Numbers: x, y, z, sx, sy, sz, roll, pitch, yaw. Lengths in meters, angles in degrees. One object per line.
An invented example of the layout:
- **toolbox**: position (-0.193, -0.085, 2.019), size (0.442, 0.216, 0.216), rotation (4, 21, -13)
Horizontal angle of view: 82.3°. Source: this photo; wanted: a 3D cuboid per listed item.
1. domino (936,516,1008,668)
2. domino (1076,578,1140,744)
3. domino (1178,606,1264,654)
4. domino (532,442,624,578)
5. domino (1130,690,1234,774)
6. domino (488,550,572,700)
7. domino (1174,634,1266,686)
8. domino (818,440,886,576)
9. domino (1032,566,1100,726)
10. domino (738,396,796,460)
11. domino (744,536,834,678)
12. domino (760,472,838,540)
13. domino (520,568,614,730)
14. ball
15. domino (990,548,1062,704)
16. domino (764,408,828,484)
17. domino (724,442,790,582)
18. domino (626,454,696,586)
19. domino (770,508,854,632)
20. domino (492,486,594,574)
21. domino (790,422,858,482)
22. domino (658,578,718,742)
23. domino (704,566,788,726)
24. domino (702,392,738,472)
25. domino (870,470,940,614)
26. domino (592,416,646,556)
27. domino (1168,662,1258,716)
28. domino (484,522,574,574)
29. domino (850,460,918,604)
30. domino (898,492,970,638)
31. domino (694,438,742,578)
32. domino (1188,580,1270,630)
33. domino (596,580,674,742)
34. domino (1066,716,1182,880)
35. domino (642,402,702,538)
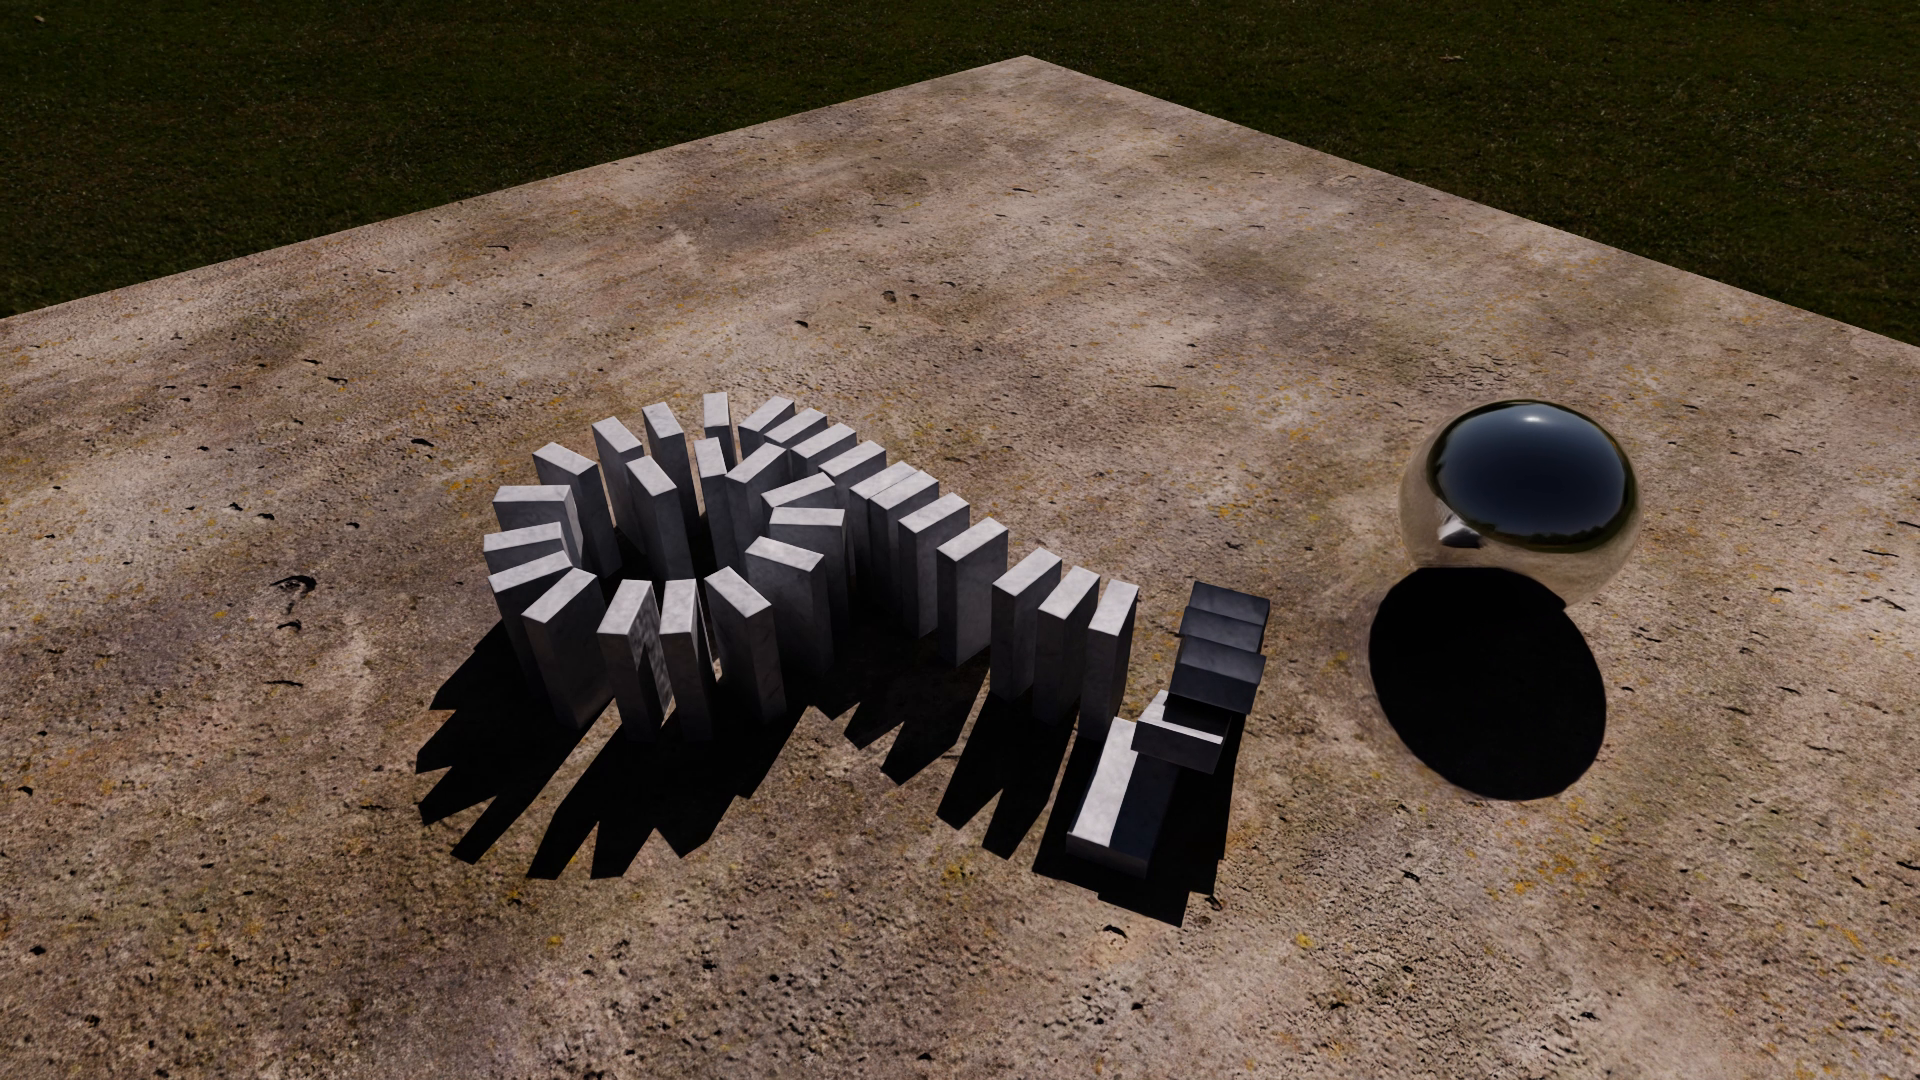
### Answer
- **domino**: position (0.004, 0.019, 0.388), size (0.025, 0.050, 0.009), rotation (-31, 49, -33)
- **domino**: position (0.049, 0.040, 0.362), size (0.010, 0.050, 0.025), rotation (15, 42, 17)
- **domino**: position (0.090, 0.033, 0.378), size (0.025, 0.050, 0.010), rotation (14, 85, 17)
- **domino**: position (-0.147, -0.011, 0.425), size (0.025, 0.050, 0.009), rotation (23, 45, 26)
- **domino**: position (0.071, 0.060, 0.349), size (0.025, 0.010, 0.050), rotation (14, 7, 17)
- **domino**: position (-0.141, 0.030, 0.375), size (0.025, 0.050, 0.009), rotation (-22, 44, -25)
- **domino**: position (0.086, 0.040, 0.367), size (0.025, 0.050, 0.010), rotation (15, 86, 11)
- **domino**: position (-0.040, -0.011, 0.425), size (0.025, 0.050, 0.010), rotation (-32, 49, -33)
- **domino**: position (0.035, 0.036, 0.368), size (0.010, 0.050, 0.025), rotation (22, 44, 24)
- **domino**: position (-0.076, -0.031, 0.449), size (0.009, 0.050, 0.025), rotation (18, 43, 21)
- **domino**: position (-0.059, 0.024, 0.382), size (0.025, 0.050, 0.009), rotation (16, 42, 18)
- **domino**: position (-0.058, 0.001, 0.410), size (0.025, 0.050, 0.010), rotation (-22, 44, -25)
- **domino**: position (-0.128, 0.037, 0.366), size (0.009, 0.050, 0.025), rotation (17, 42, 19)
- **ball**: position (0.203, -0.012, 0.402), size (0.080, 0.080, 0.080), rotation (0, 39, 0)
- **domino**: position (0.022, 0.030, 0.375), size (0.009, 0.050, 0.025), rotation (29, 47, 31)
- **domino**: position (-0.064, -0.025, 0.442), size (0.010, 0.050, 0.025), rotation (27, 46, 29)
- **domino**: position (-0.076, -0.009, 0.423), size (0.010, 0.050, 0.025), rotation (20, 43, 22)
- **domino**: position (-0.113, -0.004, 0.417), size (0.010, 0.050, 0.025), rotation (-24, 45, -27)
- **domino**: position (-0.053, 0.011, 0.398), size (0.025, 0.050, 0.009), rotation (2, 39, 2)
- **domino**: position (-0.153, 0.003, 0.408), size (0.025, 0.050, 0.010), rotation (-1, 39, -1)
- **domino**: position (-0.052, -0.019, 0.434), size (0.009, 0.050, 0.025), rotation (31, 48, 32)
- **domino**: position (-0.089, 0.040, 0.362), size (0.010, 0.050, 0.025), rotation (-4, 40, -5)
- **domino**: position (-0.071, 0.036, 0.368), size (0.009, 0.050, 0.025), rotation (-29, 48, -31)
- **domino**: position (-0.097, -0.032, 0.451), size (0.009, 0.050, 0.025), rotation (-7, 40, -9)
- **domino**: position (-0.020, 0.001, 0.410), size (0.025, 0.050, 0.010), rotation (-32, 49, -33)
- **domino**: position (-0.132, -0.021, 0.437), size (0.009, 0.050, 0.025), rotation (-27, 46, -29)
- **domino**: position (0.081, 0.048, 0.357), size (0.025, 0.050, 0.010), rotation (15, 86, 12)
- **domino**: position (-0.149, 0.018, 0.389), size (0.025, 0.050, 0.010), rotation (-11, 41, -13)
- **domino**: position (-0.028, -0.003, 0.415), size (0.025, 0.050, 0.009), rotation (-31, 49, -32)
- **domino**: position (-0.009, 0.010, 0.400), size (0.025, 0.050, 0.009), rotation (-30, 48, -31)
- **domino**: position (-0.093, -0.012, 0.426), size (0.009, 0.050, 0.025), rotation (-11, 41, -13)
- **domino**: position (0.095, 0.025, 0.387), size (0.025, 0.050, 0.009), rotation (14, 85, 17)
- **domino**: position (-0.106, 0.040, 0.362), size (0.010, 0.050, 0.025), rotation (3, 39, 4)
- **domino**: position (0.053, 0.080, 0.346), size (0.025, 0.009, 0.050), rotation (15, 42, 17)
- **domino**: position (-0.116, -0.028, 0.445), size (0.010, 0.050, 0.025), rotation (-19, 43, -22)
